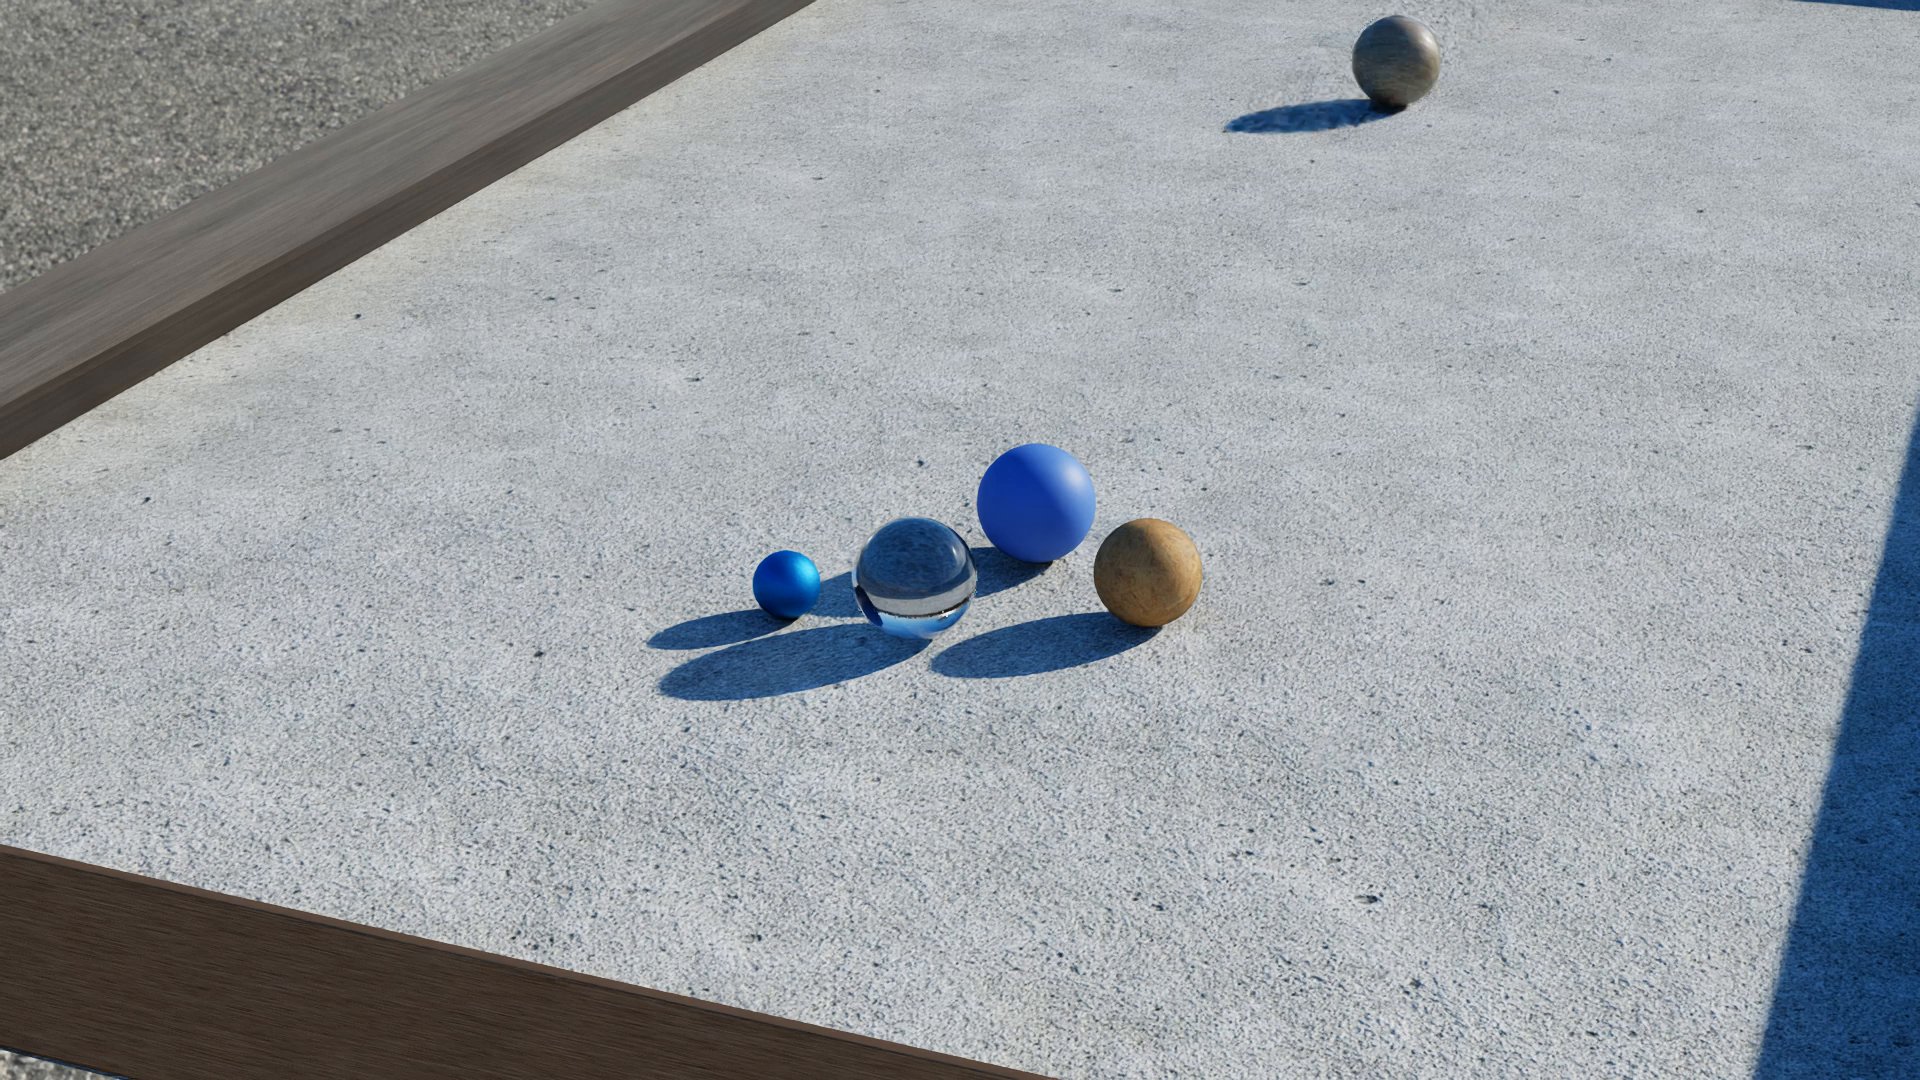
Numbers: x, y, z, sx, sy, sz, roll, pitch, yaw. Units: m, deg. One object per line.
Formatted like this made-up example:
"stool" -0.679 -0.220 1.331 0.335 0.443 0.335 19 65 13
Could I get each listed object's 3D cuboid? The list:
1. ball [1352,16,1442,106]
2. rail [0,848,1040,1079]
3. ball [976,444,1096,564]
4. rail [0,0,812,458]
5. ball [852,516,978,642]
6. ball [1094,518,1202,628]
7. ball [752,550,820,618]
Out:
"ball" 0.442 -0.485 2.978 0.090 0.090 0.090 0 24 0
"rail" -0.235 0.225 1.368 1.464 0.117 0.045 9 26 19
"ball" 0.051 -0.025 1.970 0.080 0.080 0.080 0 24 0
"rail" -0.417 -0.386 2.724 0.045 0.117 2.690 9 26 19
"ball" -0.029 0.024 1.862 0.079 0.079 0.079 0 24 0
"ball" 0.120 0.021 1.881 0.070 0.070 0.070 0 24 0
"ball" -0.112 0.029 1.896 0.044 0.044 0.044 0 24 0
